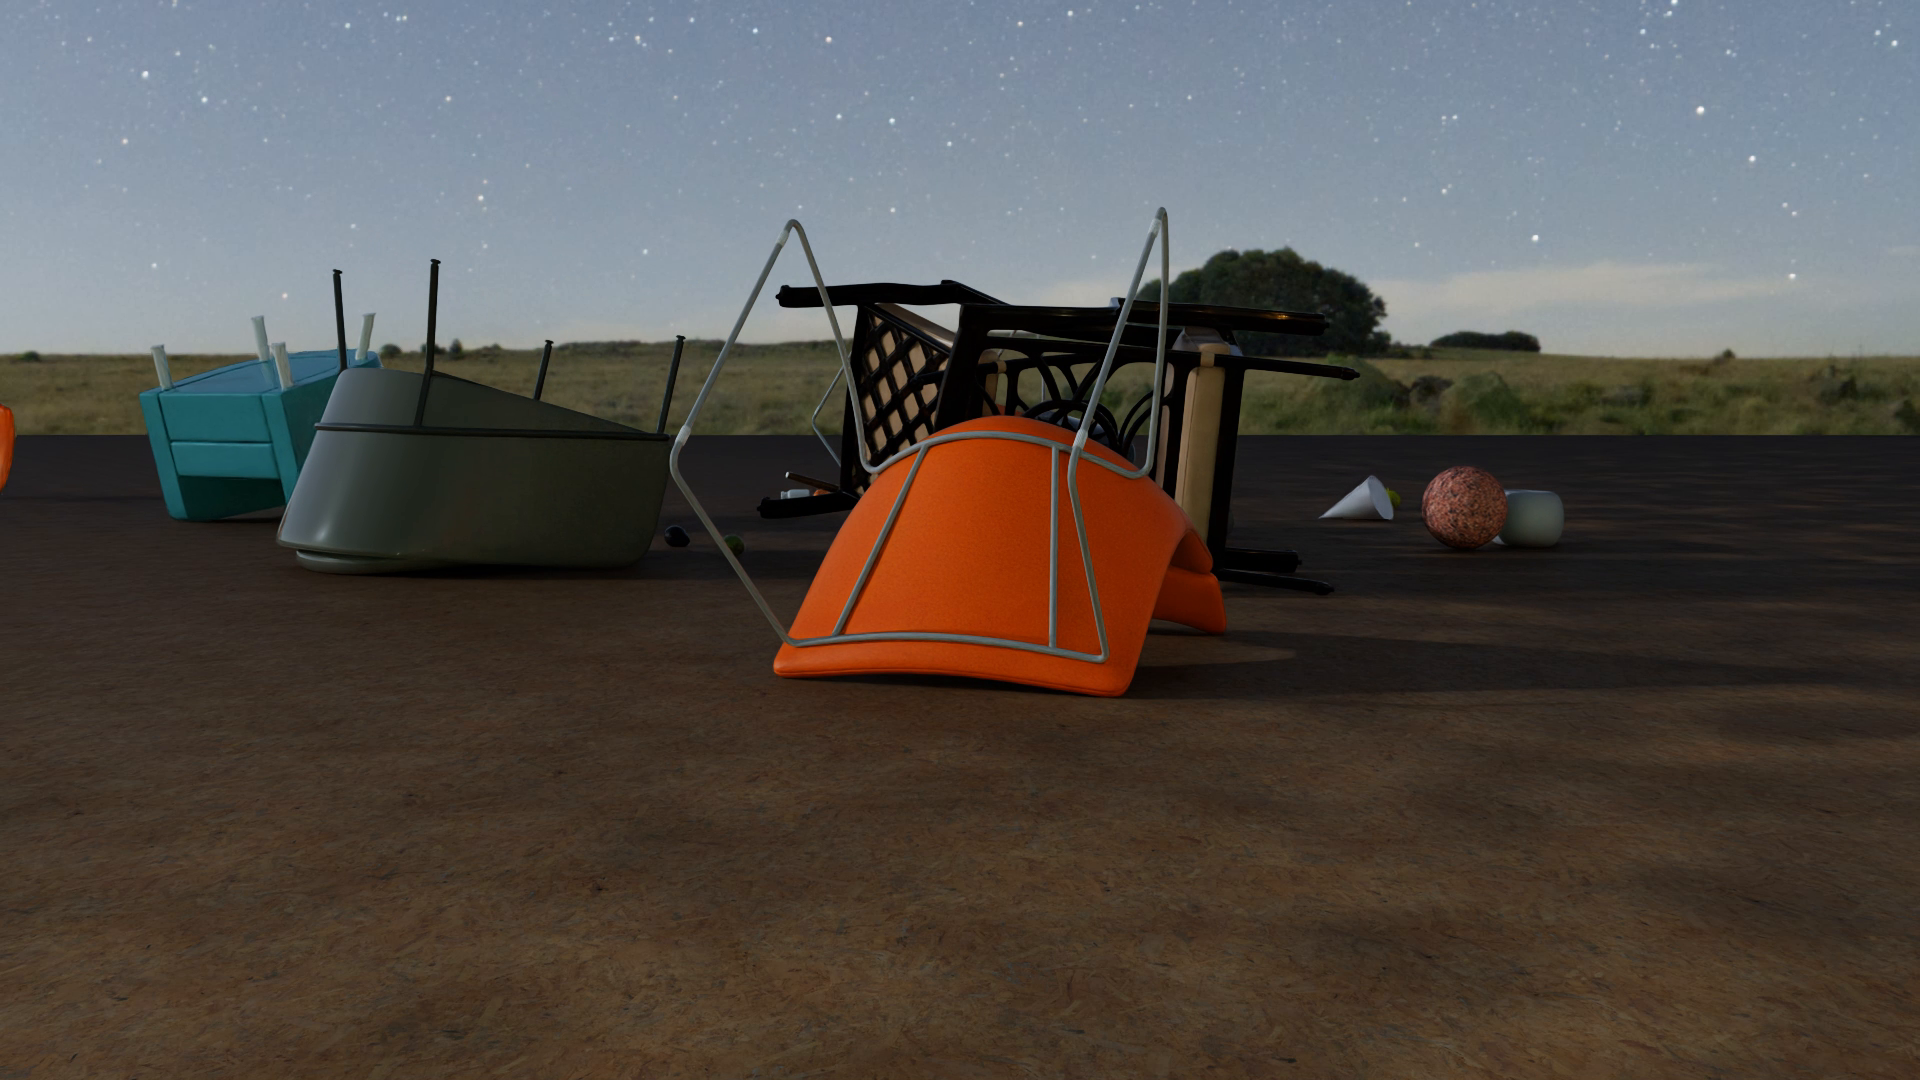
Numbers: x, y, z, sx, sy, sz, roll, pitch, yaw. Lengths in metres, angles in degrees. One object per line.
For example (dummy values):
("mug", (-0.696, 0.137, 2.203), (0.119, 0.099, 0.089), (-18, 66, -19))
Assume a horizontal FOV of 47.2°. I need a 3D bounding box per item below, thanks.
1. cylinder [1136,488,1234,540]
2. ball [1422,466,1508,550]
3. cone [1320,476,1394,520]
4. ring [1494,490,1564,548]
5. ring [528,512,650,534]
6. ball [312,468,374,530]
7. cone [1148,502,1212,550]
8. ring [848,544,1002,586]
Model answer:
("cylinder", (0.681, -0.079, 6.672), (0.193, 0.131, 0.309), (22, -3, -18))
("ball", (1.409, -0.091, 6.144), (0.236, 0.236, 0.236), (0, 4, 0))
("cone", (1.337, -0.108, 7.557), (0.234, 0.158, 0.238), (-19, -17, 26))
("ring", (1.629, -0.064, 6.343), (0.218, 0.157, 0.387), (3, 3, 11))
("ring", (-1.169, -0.056, 6.939), (0.378, 0.059, 0.373), (-1, 3, -13))
("ball", (-1.976, -0.133, 7.043), (0.197, 0.197, 0.197), (0, 4, 0))
("cone", (0.653, -0.009, 6.183), (0.114, 0.164, 0.258), (39, -15, -29))
("ring", (-0.083, 0.057, 5.128), (0.358, 0.082, 0.402), (2, 4, 15))
